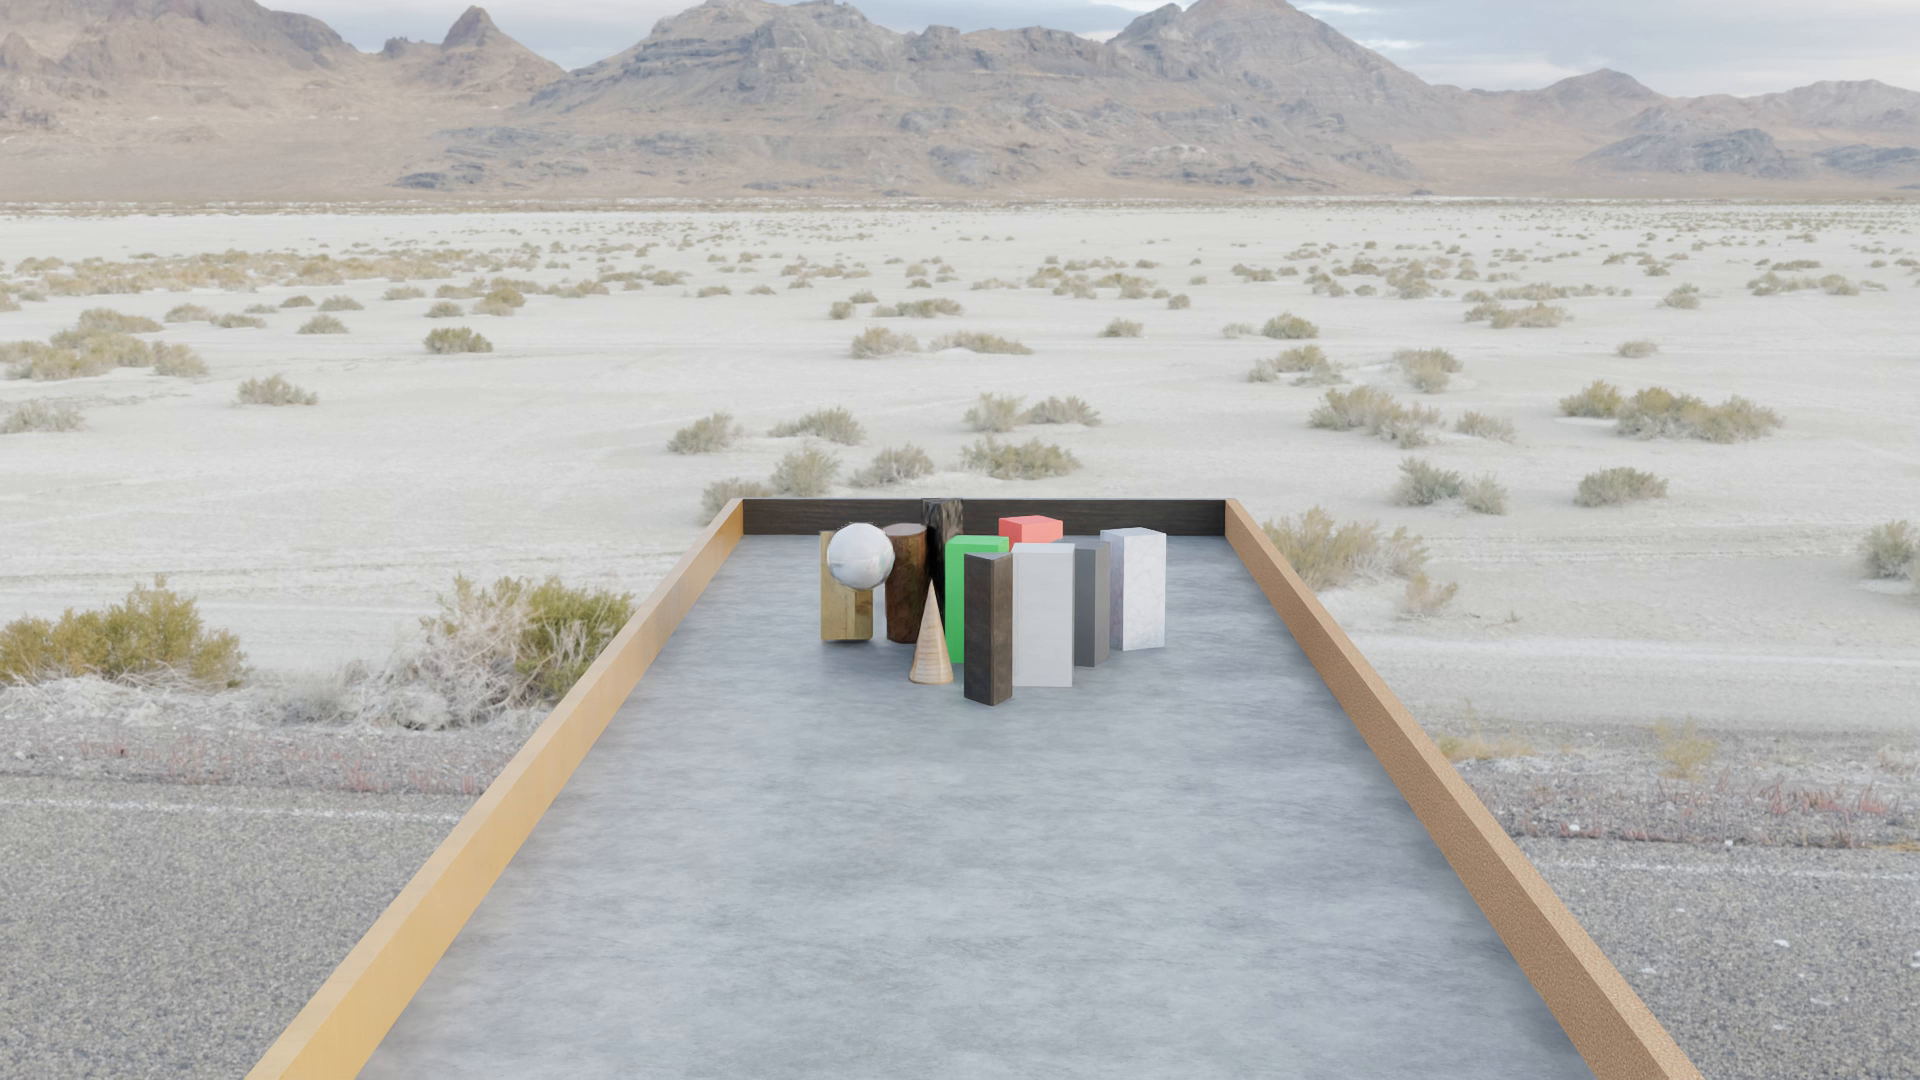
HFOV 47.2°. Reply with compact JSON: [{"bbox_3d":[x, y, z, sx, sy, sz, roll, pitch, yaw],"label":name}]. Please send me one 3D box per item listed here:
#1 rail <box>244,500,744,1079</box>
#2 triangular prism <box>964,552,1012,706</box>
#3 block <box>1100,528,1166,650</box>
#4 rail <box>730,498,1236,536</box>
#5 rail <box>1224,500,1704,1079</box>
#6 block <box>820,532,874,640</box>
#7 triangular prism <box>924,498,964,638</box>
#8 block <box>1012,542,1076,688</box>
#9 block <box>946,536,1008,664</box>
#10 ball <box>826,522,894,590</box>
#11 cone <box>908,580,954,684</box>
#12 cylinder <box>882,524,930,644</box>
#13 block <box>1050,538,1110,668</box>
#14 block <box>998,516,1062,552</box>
[{"bbox_3d":[-1.004,0.839,3.234,0.050,0.150,12.000,0,9,1],"label":"rail"},{"bbox_3d":[0.099,0.244,6.156,0.117,0.412,0.135,-6,11,-35],"label":"triangular prism"},{"bbox_3d":[0.541,0.152,6.906,0.150,0.358,0.150,-4,10,-26],"label":"block"},{"bbox_3d":[0.099,-0.098,9.147,2.100,0.150,0.050,0,9,1],"label":"rail"},{"bbox_3d":[1.046,0.843,3.208,0.050,0.150,12.000,0,9,1],"label":"rail"},{"bbox_3d":[-0.357,0.144,6.959,0.122,0.337,0.122,0,1,28],"label":"block"},{"bbox_3d":[-0.057,0.095,6.978,0.105,0.444,0.121,2,12,34],"label":"triangular prism"},{"bbox_3d":[0.241,0.216,6.401,0.177,0.390,0.177,1,9,5],"label":"block"},{"bbox_3d":[0.053,0.181,6.703,0.163,0.365,0.163,2,9,12],"label":"block"},{"bbox_3d":[-0.306,0.052,6.773,0.209,0.209,0.209,0,9,0],"label":"ball"},{"bbox_3d":[-0.083,0.258,6.405,0.134,0.305,0.134,0,9,0],"label":"cone"},{"bbox_3d":[-0.168,0.137,6.972,0.147,0.353,0.147,-3,15,1],"label":"cylinder"},{"bbox_3d":[0.352,0.189,6.676,0.167,0.357,0.167,3,10,19],"label":"block"},{"bbox_3d":[0.222,0.129,6.950,0.146,0.390,0.146,-5,10,-28],"label":"block"}]
